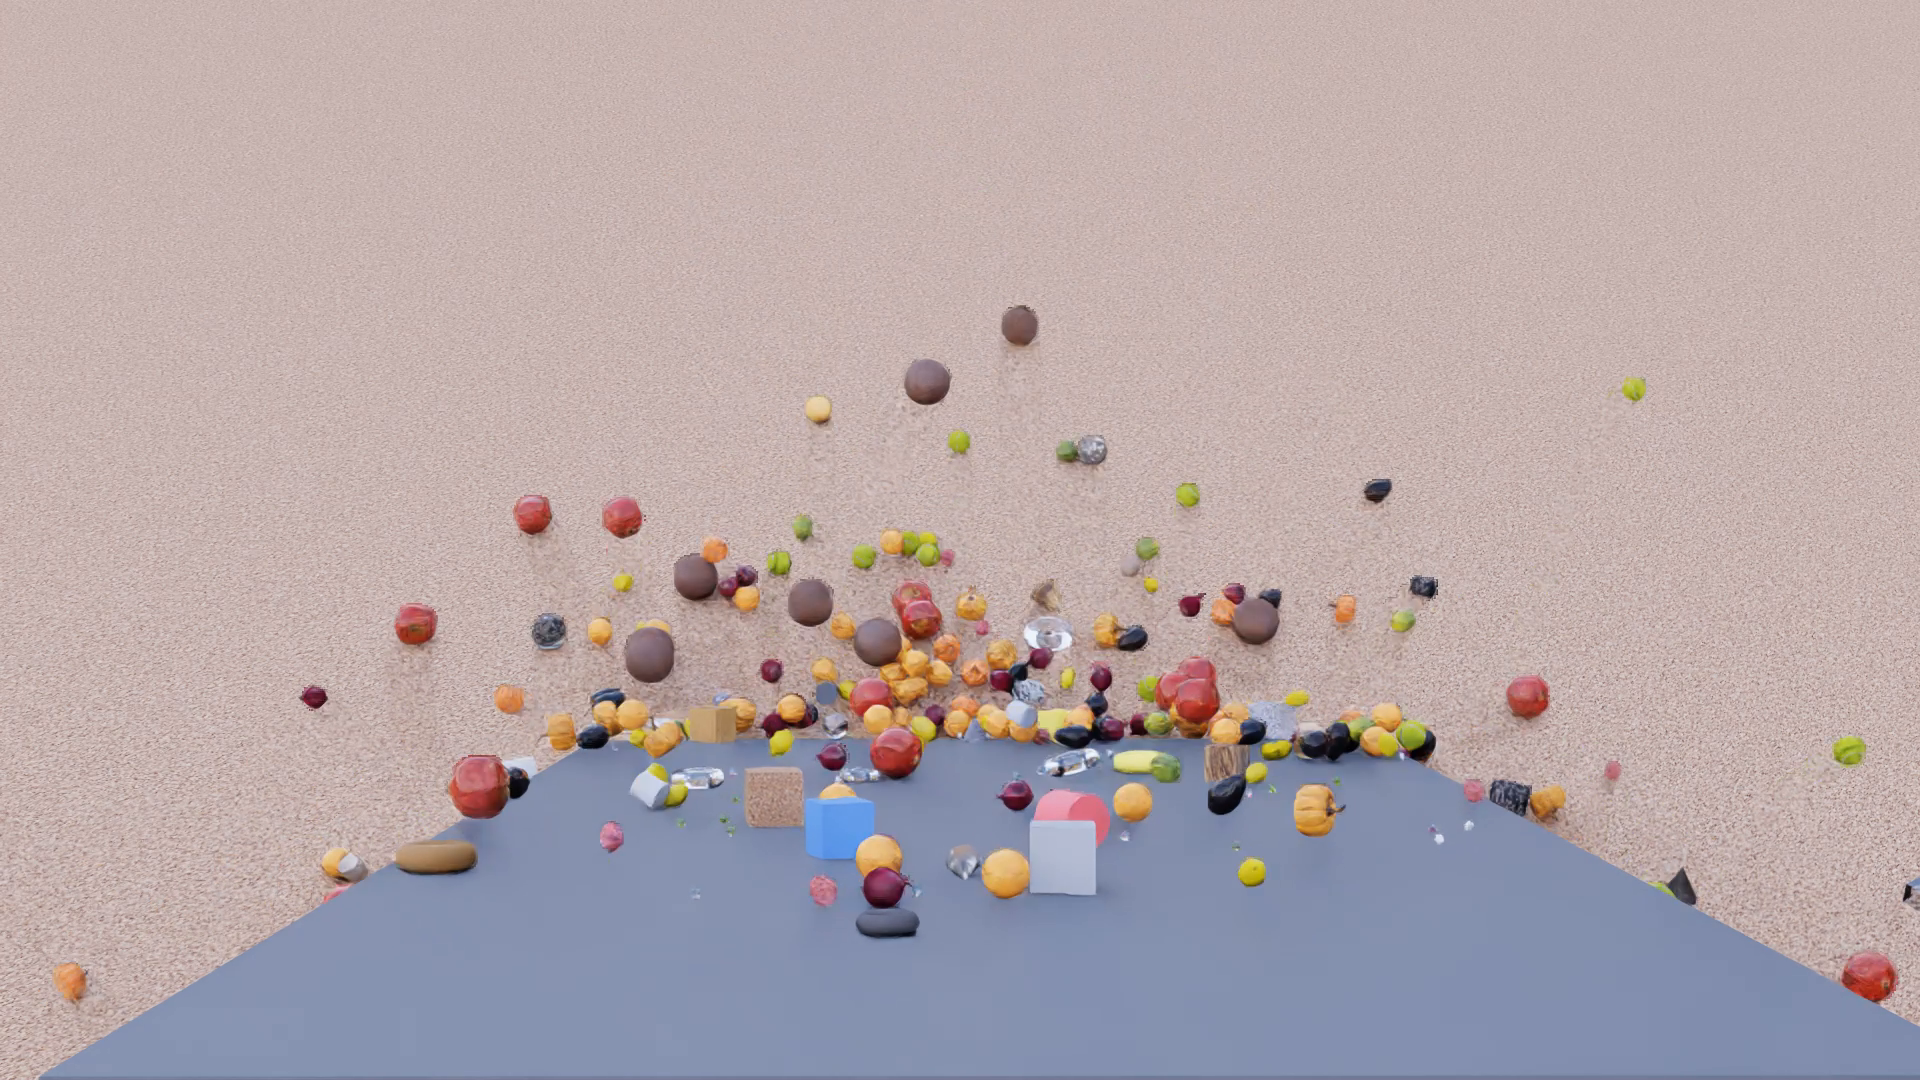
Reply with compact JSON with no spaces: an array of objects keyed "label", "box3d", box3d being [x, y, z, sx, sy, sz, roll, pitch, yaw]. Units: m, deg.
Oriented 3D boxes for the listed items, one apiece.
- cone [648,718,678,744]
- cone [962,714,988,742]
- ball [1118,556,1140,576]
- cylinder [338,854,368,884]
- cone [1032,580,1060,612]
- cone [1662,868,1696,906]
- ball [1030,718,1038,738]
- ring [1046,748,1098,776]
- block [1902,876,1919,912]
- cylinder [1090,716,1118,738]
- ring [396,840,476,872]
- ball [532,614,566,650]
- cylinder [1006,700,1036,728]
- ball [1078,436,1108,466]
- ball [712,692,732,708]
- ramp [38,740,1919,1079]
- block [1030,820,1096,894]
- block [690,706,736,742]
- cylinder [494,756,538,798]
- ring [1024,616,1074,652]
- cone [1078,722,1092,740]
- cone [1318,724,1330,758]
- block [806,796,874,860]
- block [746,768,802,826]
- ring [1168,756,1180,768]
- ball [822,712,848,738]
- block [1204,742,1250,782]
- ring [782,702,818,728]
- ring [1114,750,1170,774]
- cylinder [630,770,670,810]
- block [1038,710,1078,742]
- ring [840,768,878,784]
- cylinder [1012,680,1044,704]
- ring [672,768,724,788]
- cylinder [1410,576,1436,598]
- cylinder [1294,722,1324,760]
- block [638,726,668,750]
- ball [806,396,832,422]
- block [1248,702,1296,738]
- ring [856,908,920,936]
[{"label":"cone","box3d":[-0.740,0.496,6.419,0.078,0.078,0.078,-3,27,-6]},{"label":"cone","box3d":[0.038,0.477,6.574,0.068,0.068,0.068,0,0,0]},{"label":"ball","box3d":[0.494,0.077,7.536,0.062,0.062,0.062,0,29,0]},{"label":"cylinder","box3d":[-1.456,0.791,6.205,0.052,0.052,0.052,-16,42,15]},{"label":"cone","box3d":[0.264,0.176,7.370,0.085,0.085,0.085,-17,56,-28]},{"label":"cone","box3d":[1.717,0.815,6.158,0.086,0.086,0.086,0,29,0]},{"label":"ball","box3d":[0.206,0.486,6.701,0.054,0.054,0.054,0,29,0]},{"label":"ring","box3d":[0.246,0.489,5.681,0.123,0.041,0.123,-15,1,0]},{"label":"block","box3d":[2.283,0.842,6.144,0.052,0.052,0.052,-19,34,-31]},{"label":"cylinder","box3d":[0.376,0.489,6.771,0.055,0.055,0.055,2,19,-46]},{"label":"ring","box3d":[-0.846,0.510,4.171,0.130,0.043,0.130,-1,-1,0]},{"label":"ball","box3d":[-1.140,0.256,7.172,0.096,0.096,0.096,0,29,0]},{"label":"cylinder","box3d":[0.151,0.428,6.363,0.054,0.054,0.054,-22,32,-35]},{"label":"ball","box3d":[0.419,-0.282,8.163,0.092,0.092,0.092,0,29,0]},{"label":"ball","box3d":[-0.636,0.431,6.898,0.050,0.050,0.050,0,29,0]},{"label":"ramp","box3d":[0.064,0.577,4.622,2.000,0.100,4.000,0,0,0]},{"label":"block","box3d":[0.156,0.483,3.946,0.100,0.100,0.100,0,0,2]},{"label":"block","box3d":[-0.628,0.470,6.591,0.082,0.082,0.082,0,1,35]},{"label":"cylinder","box3d":[-1.117,0.602,6.517,0.097,0.097,0.097,-8,30,-19]},{"label":"ring","box3d":[0.250,0.262,7.213,0.143,0.048,0.143,1,29,0]},{"label":"cone","box3d":[0.315,0.499,6.606,0.051,0.051,0.051,-1,27,-2]},{"label":"cone","box3d":[0.856,0.495,6.131,0.087,0.087,0.087,-10,30,-17]},{"label":"block","box3d":[-0.202,0.484,4.345,0.091,0.091,0.091,0,1,-22]},{"label":"block","box3d":[-0.346,0.477,4.802,0.099,0.099,0.099,0,0,-9]},{"label":"ring","box3d":[0.462,0.505,5.863,0.075,0.025,0.075,1,-1,0]},{"label":"ball","box3d":[-0.320,0.478,6.658,0.066,0.066,0.066,0,29,0]},{"label":"block","box3d":[0.578,0.481,5.582,0.076,0.076,0.076,0,1,26]},{"label":"ring","box3d":[-0.424,0.464,6.857,0.098,0.033,0.098,-1,28,1]},{"label":"ring","box3d":[0.406,0.497,5.781,0.127,0.042,0.127,-1,1,0]},{"label":"cylinder","box3d":[-0.603,0.487,5.036,0.055,0.055,0.055,29,38,20]},{"label":"block","box3d":[0.251,0.474,6.599,0.075,0.075,0.075,0,1,-38]},{"label":"ring","box3d":[-0.216,0.506,5.556,0.083,0.028,0.083,0,2,0]},{"label":"cylinder","box3d":[0.182,0.406,6.906,0.062,0.062,0.062,4,24,-30]},{"label":"ring","box3d":[-0.553,0.502,5.454,0.113,0.038,0.113,-1,1,0]},{"label":"cylinder","box3d":[1.331,0.137,7.423,0.053,0.053,0.053,17,33,33]},{"label":"cylinder","box3d":[0.808,0.466,5.983,0.063,0.063,0.063,9,27,16]},{"label":"block","box3d":[-0.757,0.487,6.363,0.052,0.052,0.052,0,1,44]},{"label":"ball","box3d":[-0.462,-0.427,8.434,0.086,0.086,0.086,0,29,0]},{"label":"block","box3d":[0.808,0.466,6.697,0.093,0.093,0.093,-1,-2,34]},{"label":"ring","box3d":[-0.098,0.522,3.527,0.087,0.029,0.087,-1,1,0]}]
